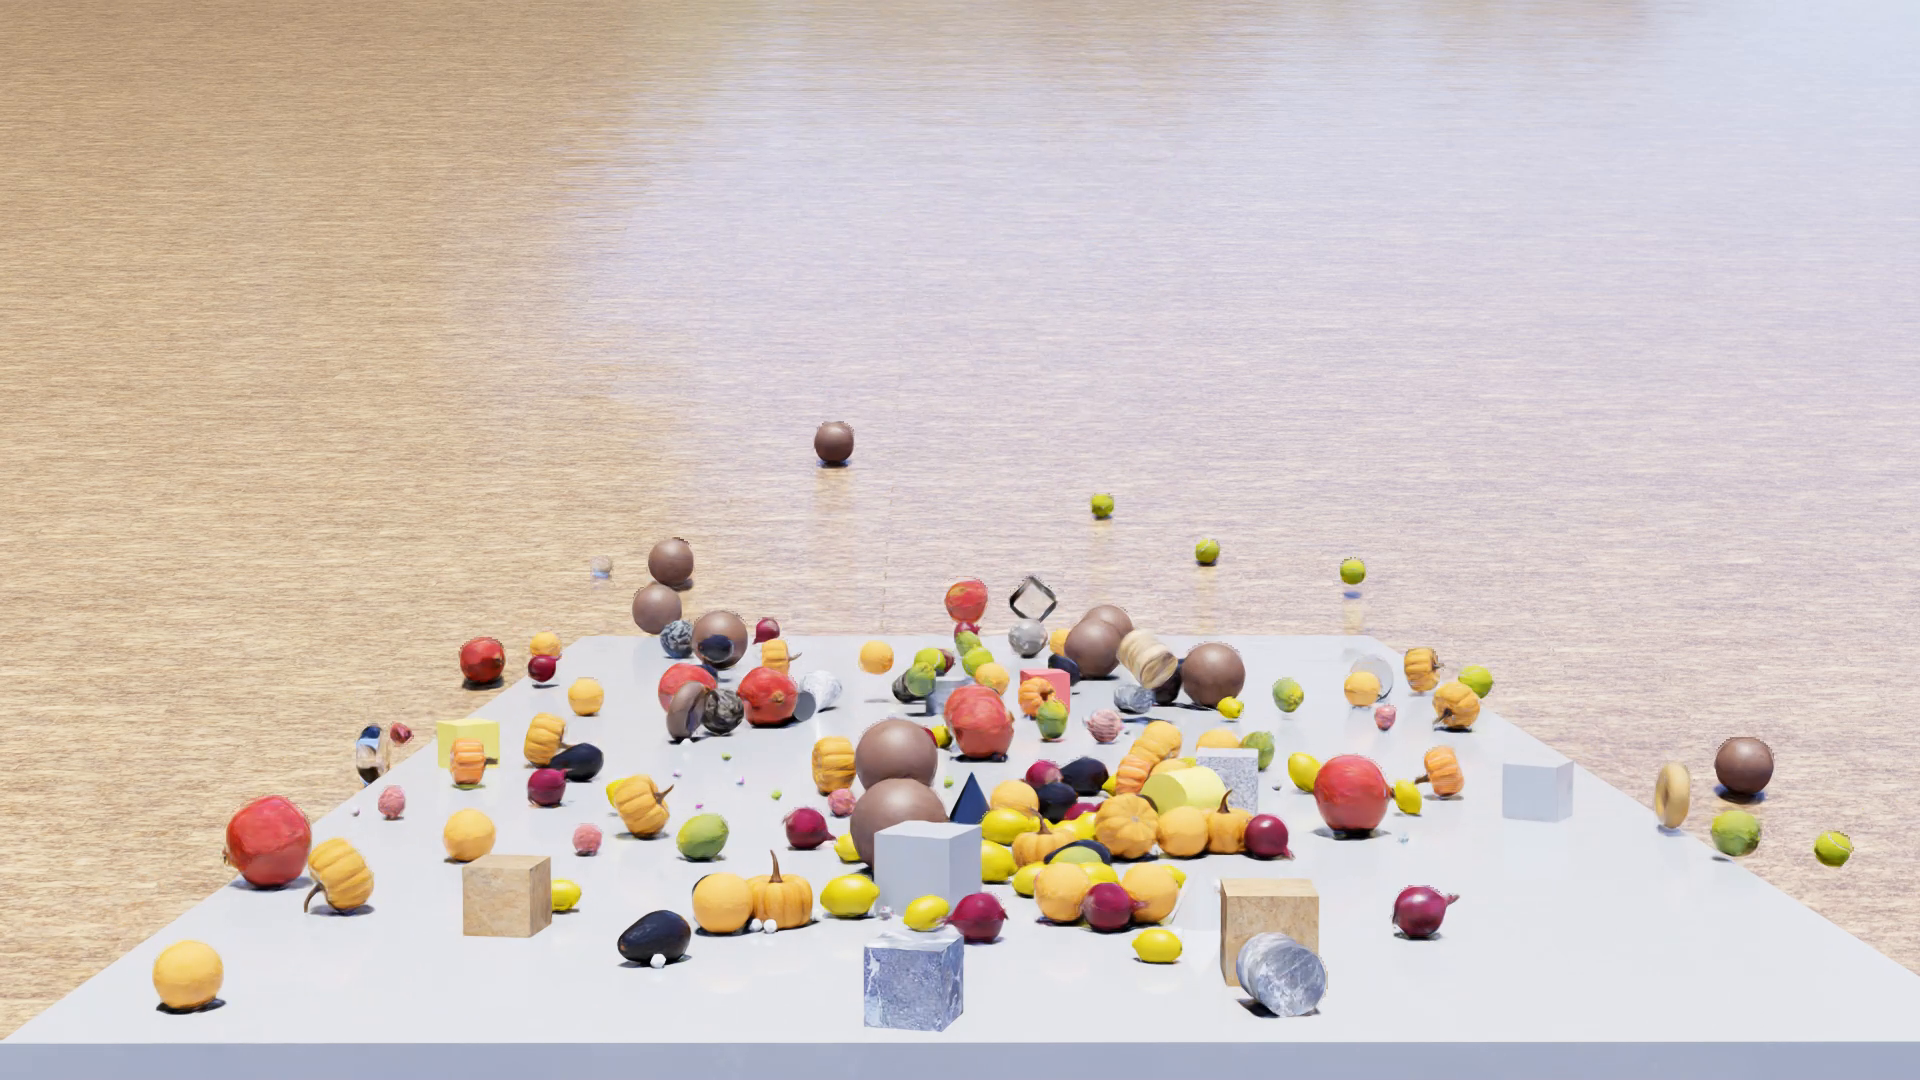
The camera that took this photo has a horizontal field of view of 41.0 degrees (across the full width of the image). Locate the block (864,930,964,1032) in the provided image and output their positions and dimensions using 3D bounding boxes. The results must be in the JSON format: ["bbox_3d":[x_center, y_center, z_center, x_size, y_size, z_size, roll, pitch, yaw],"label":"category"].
[{"bbox_3d":[-0.047,0.449,2.621,0.082,0.082,0.082,1,4,16],"label":"block"}]

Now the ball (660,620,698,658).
[{"bbox_3d":[-0.657,0.232,6.011,0.090,0.090,0.090,0,20,0],"label":"ball"}]

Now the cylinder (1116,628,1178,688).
[{"bbox_3d":[0.354,0.224,4.866,0.083,0.083,0.083,-12,41,-31],"label":"cylinder"}]

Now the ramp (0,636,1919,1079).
[{"bbox_3d":[0.046,0.420,4.534,2.000,0.100,4.000,0,4,0],"label":"ramp"}]

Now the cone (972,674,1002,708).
[{"bbox_3d":[0.053,0.299,5.122,0.066,0.066,0.066,0,4,0],"label":"cone"}]

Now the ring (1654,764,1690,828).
[{"bbox_3d":[1.025,0.368,3.696,0.031,0.094,0.094,5,20,-2],"label":"ring"}]

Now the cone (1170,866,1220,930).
[{"bbox_3d":[0.288,0.425,3.078,0.072,0.072,0.072,0,4,0],"label":"cone"}]

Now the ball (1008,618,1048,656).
[{"bbox_3d":[0.159,0.228,6.035,0.092,0.092,0.092,0,20,0],"label":"ball"}]

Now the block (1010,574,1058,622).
[{"bbox_3d":[0.180,0.152,6.303,0.082,0.082,0.082,39,13,-10],"label":"block"}]

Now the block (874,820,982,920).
[{"bbox_3d":[-0.039,0.406,3.167,0.100,0.100,0.100,2,4,23],"label":"block"}]

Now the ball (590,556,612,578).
[{"bbox_3d":[-1.004,0.076,7.190,0.058,0.058,0.058,0,20,0],"label":"ball"}]

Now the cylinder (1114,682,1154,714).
[{"bbox_3d":[0.340,0.310,5.031,0.055,0.055,0.055,-15,11,-35],"label":"cylinder"}]

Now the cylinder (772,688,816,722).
[{"bbox_3d":[-0.318,0.316,4.919,0.059,0.059,0.059,-19,16,-42],"label":"cylinder"}]

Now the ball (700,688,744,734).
[{"bbox_3d":[-0.440,0.315,4.732,0.084,0.084,0.084,0,20,0],"label":"ball"}]

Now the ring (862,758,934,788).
[{"bbox_3d":[-0.099,0.375,4.142,0.117,0.039,0.117,0,2,0],"label":"ring"}]

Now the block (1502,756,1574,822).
[{"bbox_3d":[0.863,0.372,3.834,0.083,0.083,0.083,2,4,30],"label":"block"}]

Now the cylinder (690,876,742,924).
[{"bbox_3d":[-0.294,0.434,3.098,0.053,0.053,0.053,-6,1,-17],"label":"cylinder"}]

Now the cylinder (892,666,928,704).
[{"bbox_3d":[-0.100,0.292,5.164,0.054,0.054,0.054,-40,-1,30],"label":"cylinder"}]

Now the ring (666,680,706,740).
[{"bbox_3d":[-0.494,0.308,4.635,0.038,0.113,0.113,18,24,16],"label":"ring"}]

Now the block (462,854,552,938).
[{"bbox_3d":[-0.538,0.423,3.051,0.082,0.082,0.082,1,4,9],"label":"block"}]

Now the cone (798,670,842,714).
[{"bbox_3d":[-0.280,0.317,5.057,0.088,0.088,0.088,1,30,4],"label":"cone"}]

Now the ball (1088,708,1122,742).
[{"bbox_3d":[0.261,0.333,4.619,0.061,0.061,0.061,0,20,0],"label":"ball"}]

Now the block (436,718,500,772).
[{"bbox_3d":[-0.828,0.344,4.322,0.077,0.077,0.077,-3,4,-37],"label":"block"}]

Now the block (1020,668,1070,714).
[{"bbox_3d":[0.166,0.298,5.039,0.080,0.080,0.080,-1,4,-12],"label":"block"}]

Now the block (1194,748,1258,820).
[{"bbox_3d":[0.402,0.365,3.861,0.093,0.093,0.093,0,4,8],"label":"block"}]

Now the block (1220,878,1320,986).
[{"bbox_3d":[0.338,0.429,2.810,0.099,0.099,0.099,0,4,2],"label":"block"}]

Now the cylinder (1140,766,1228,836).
[{"bbox_3d":[0.323,0.376,3.705,0.090,0.090,0.090,18,15,41],"label":"cylinder"}]

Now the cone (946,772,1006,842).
[{"bbox_3d":[0.017,0.377,3.666,0.095,0.095,0.095,0,4,0],"label":"cone"}]

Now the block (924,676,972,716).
[{"bbox_3d":[-0.023,0.305,5.031,0.066,0.066,0.066,2,4,31],"label":"block"}]
